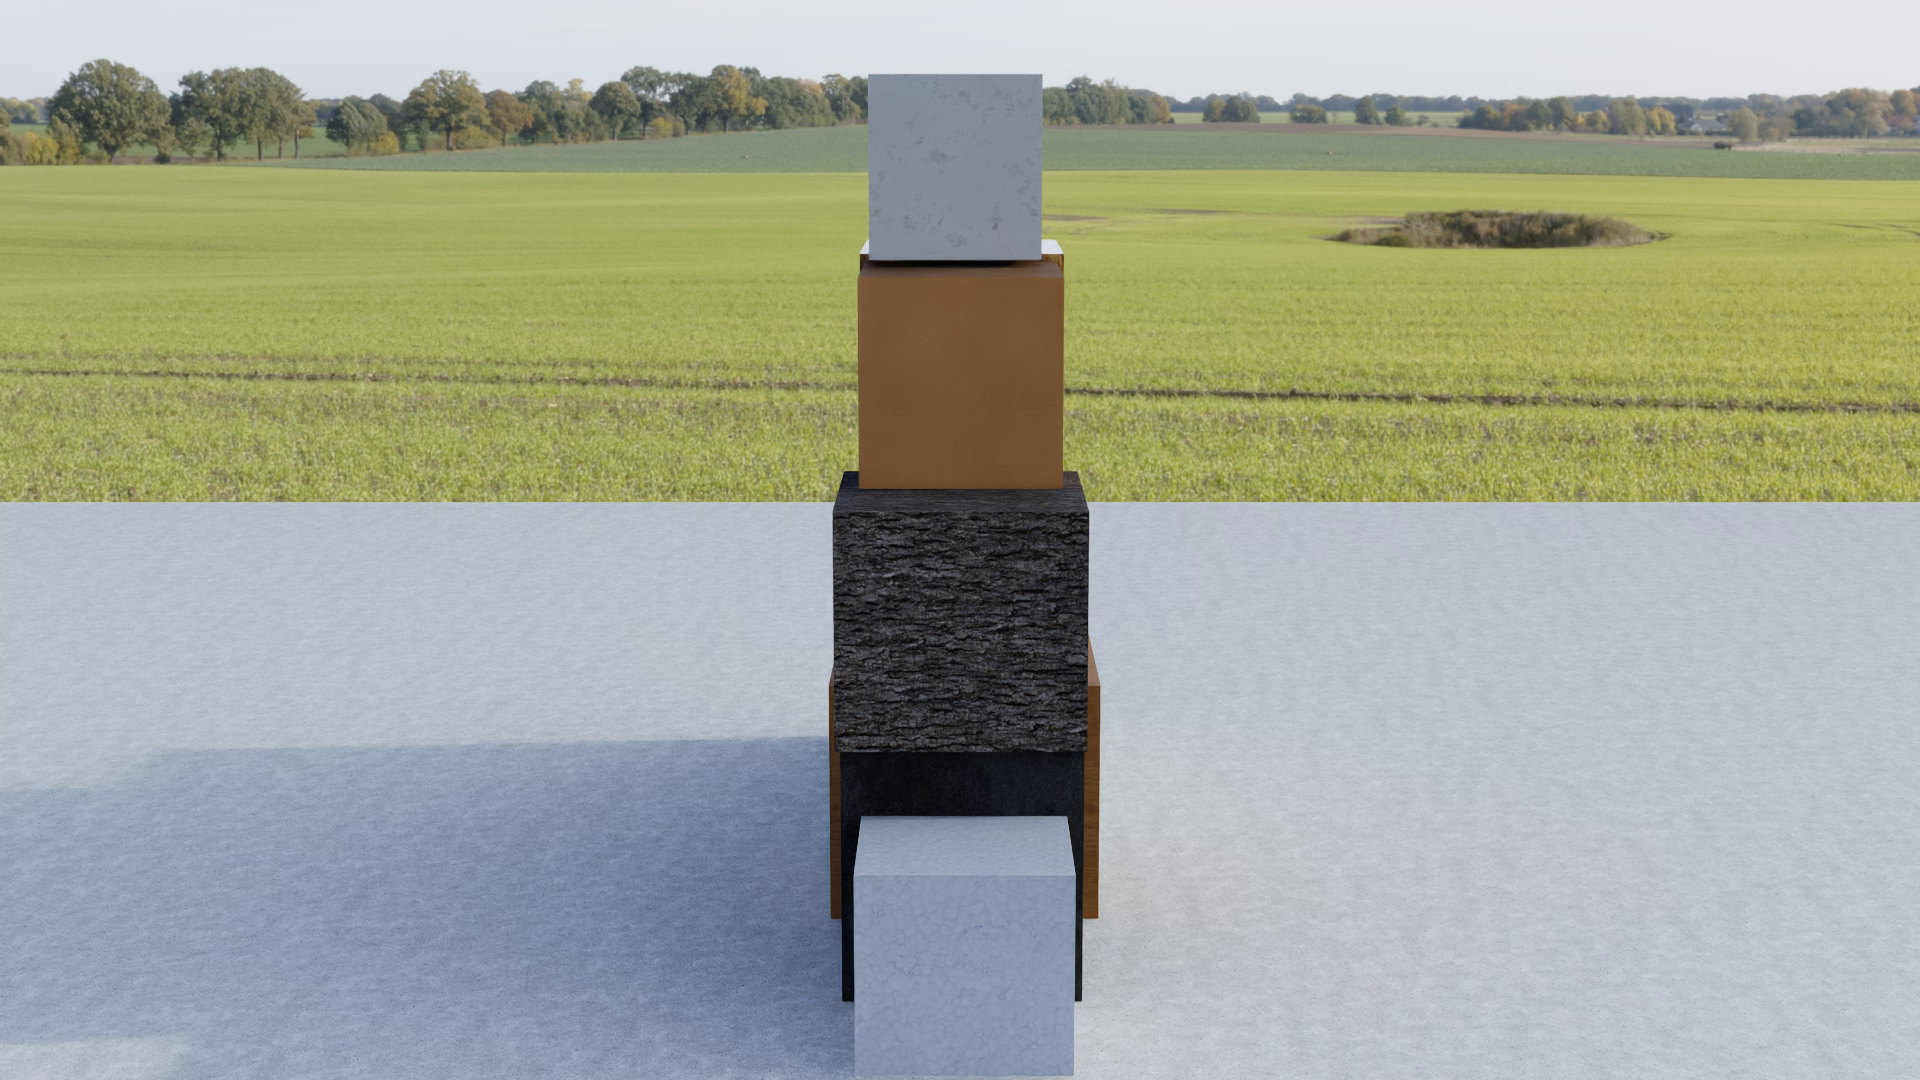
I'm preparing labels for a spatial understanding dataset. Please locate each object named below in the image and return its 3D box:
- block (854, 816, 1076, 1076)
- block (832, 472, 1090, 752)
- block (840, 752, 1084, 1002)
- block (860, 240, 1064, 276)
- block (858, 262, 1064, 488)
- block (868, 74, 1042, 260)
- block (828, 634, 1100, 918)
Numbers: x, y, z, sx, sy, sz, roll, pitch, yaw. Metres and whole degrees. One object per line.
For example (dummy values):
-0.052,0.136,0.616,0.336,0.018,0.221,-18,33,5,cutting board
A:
0.016,1.472,9.400,0.777,0.740,0.731,0,10,0,block
0.003,0.256,9.987,0.945,0.908,0.987,0,10,0,block
0.008,1.187,10.222,0.920,1.007,0.968,0,10,0,block
0.007,-0.826,11.178,0.849,0.900,0.896,0,10,0,block
0.003,-0.678,10.302,0.791,0.817,0.857,0,10,0,block
-0.019,-1.554,10.608,0.692,0.735,0.772,0,10,0,block
0.019,1.007,11.216,1.126,1.007,1.033,0,10,0,block
